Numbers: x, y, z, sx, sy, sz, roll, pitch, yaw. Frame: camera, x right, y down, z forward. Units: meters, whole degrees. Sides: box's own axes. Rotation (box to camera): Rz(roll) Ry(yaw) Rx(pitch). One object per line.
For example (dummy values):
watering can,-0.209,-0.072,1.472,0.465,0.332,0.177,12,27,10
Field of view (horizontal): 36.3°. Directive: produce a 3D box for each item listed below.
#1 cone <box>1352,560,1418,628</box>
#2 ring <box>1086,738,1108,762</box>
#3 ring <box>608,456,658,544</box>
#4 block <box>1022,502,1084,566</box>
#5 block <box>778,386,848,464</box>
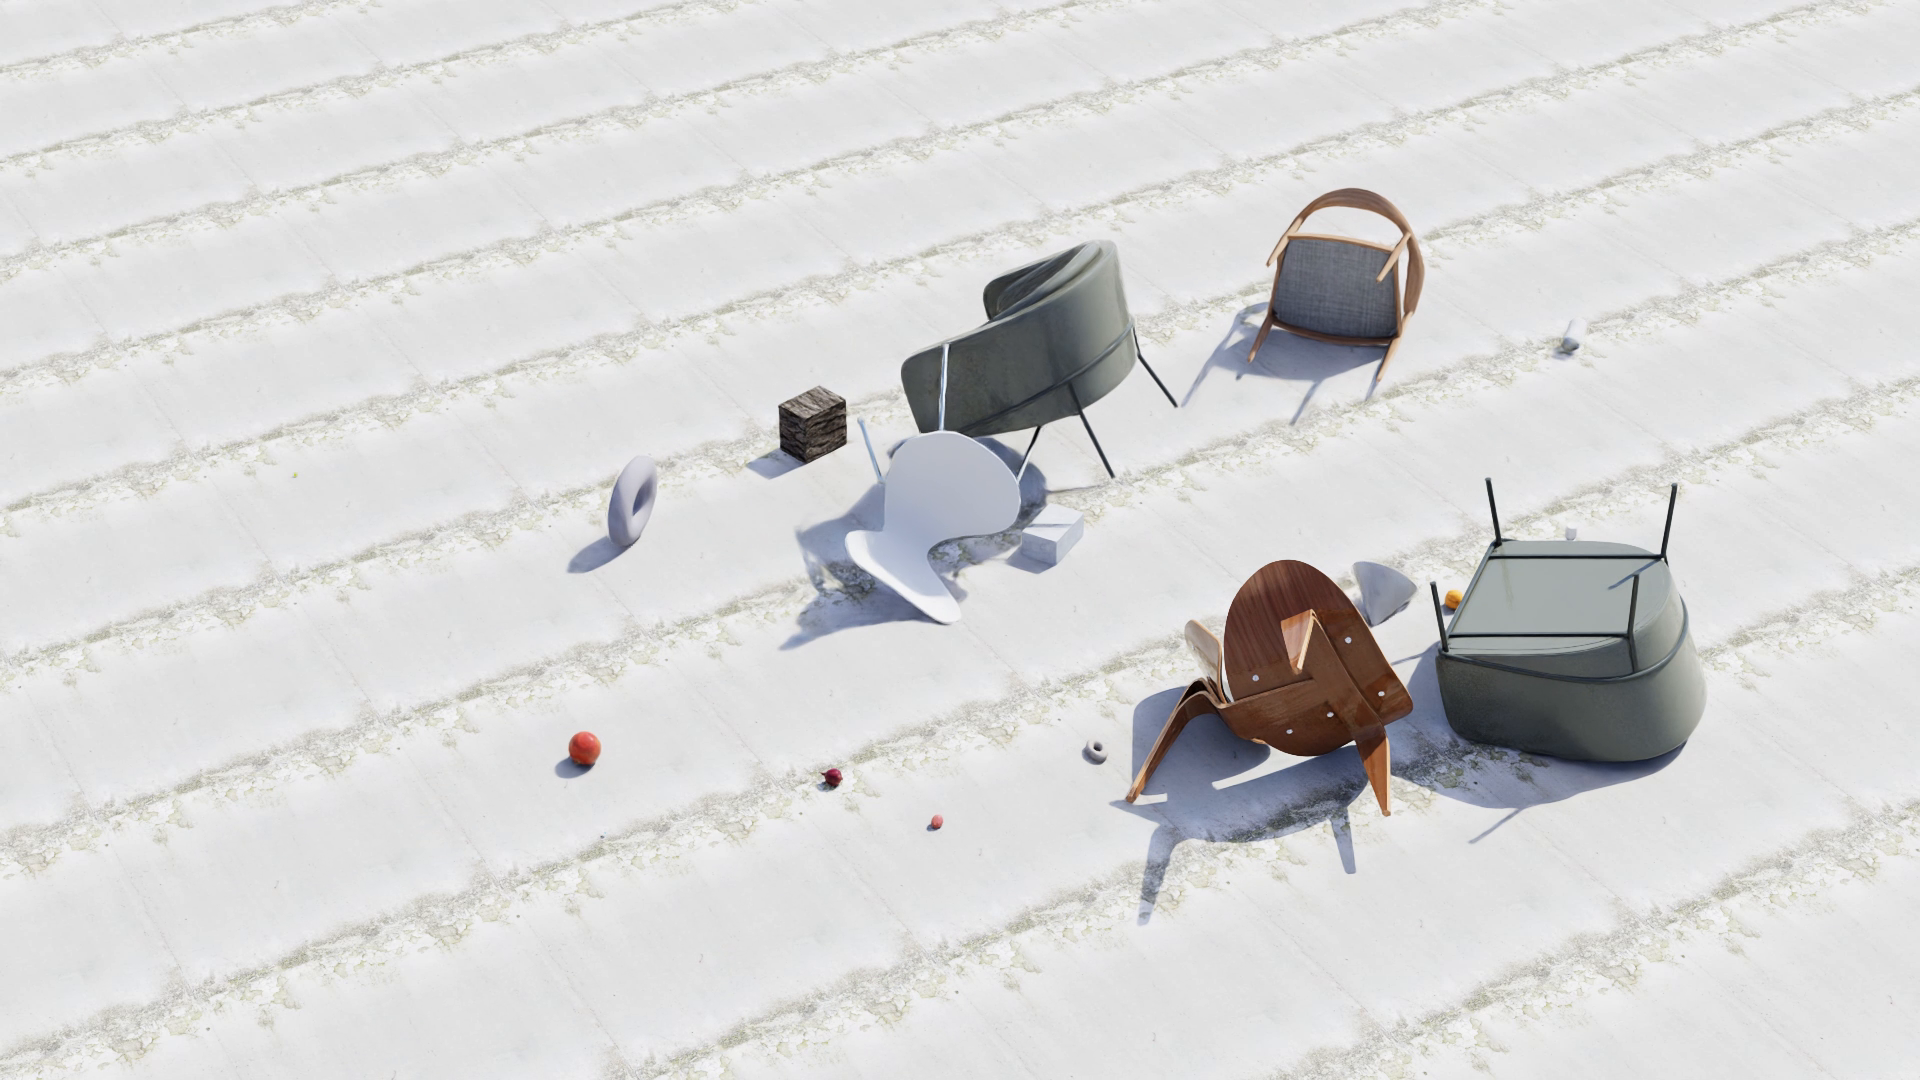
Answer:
cone,1.502,0.227,10.511,0.275,0.175,0.205,28,62,-20
ring,0.460,0.705,9.845,0.067,0.032,0.111,-10,36,-17
ring,-1.212,-0.148,10.867,0.085,0.352,0.272,19,12,18
block,0.345,-0.023,10.884,0.144,0.105,0.225,17,37,24
block,-0.573,-0.450,11.442,0.216,0.204,0.155,-28,43,-36
